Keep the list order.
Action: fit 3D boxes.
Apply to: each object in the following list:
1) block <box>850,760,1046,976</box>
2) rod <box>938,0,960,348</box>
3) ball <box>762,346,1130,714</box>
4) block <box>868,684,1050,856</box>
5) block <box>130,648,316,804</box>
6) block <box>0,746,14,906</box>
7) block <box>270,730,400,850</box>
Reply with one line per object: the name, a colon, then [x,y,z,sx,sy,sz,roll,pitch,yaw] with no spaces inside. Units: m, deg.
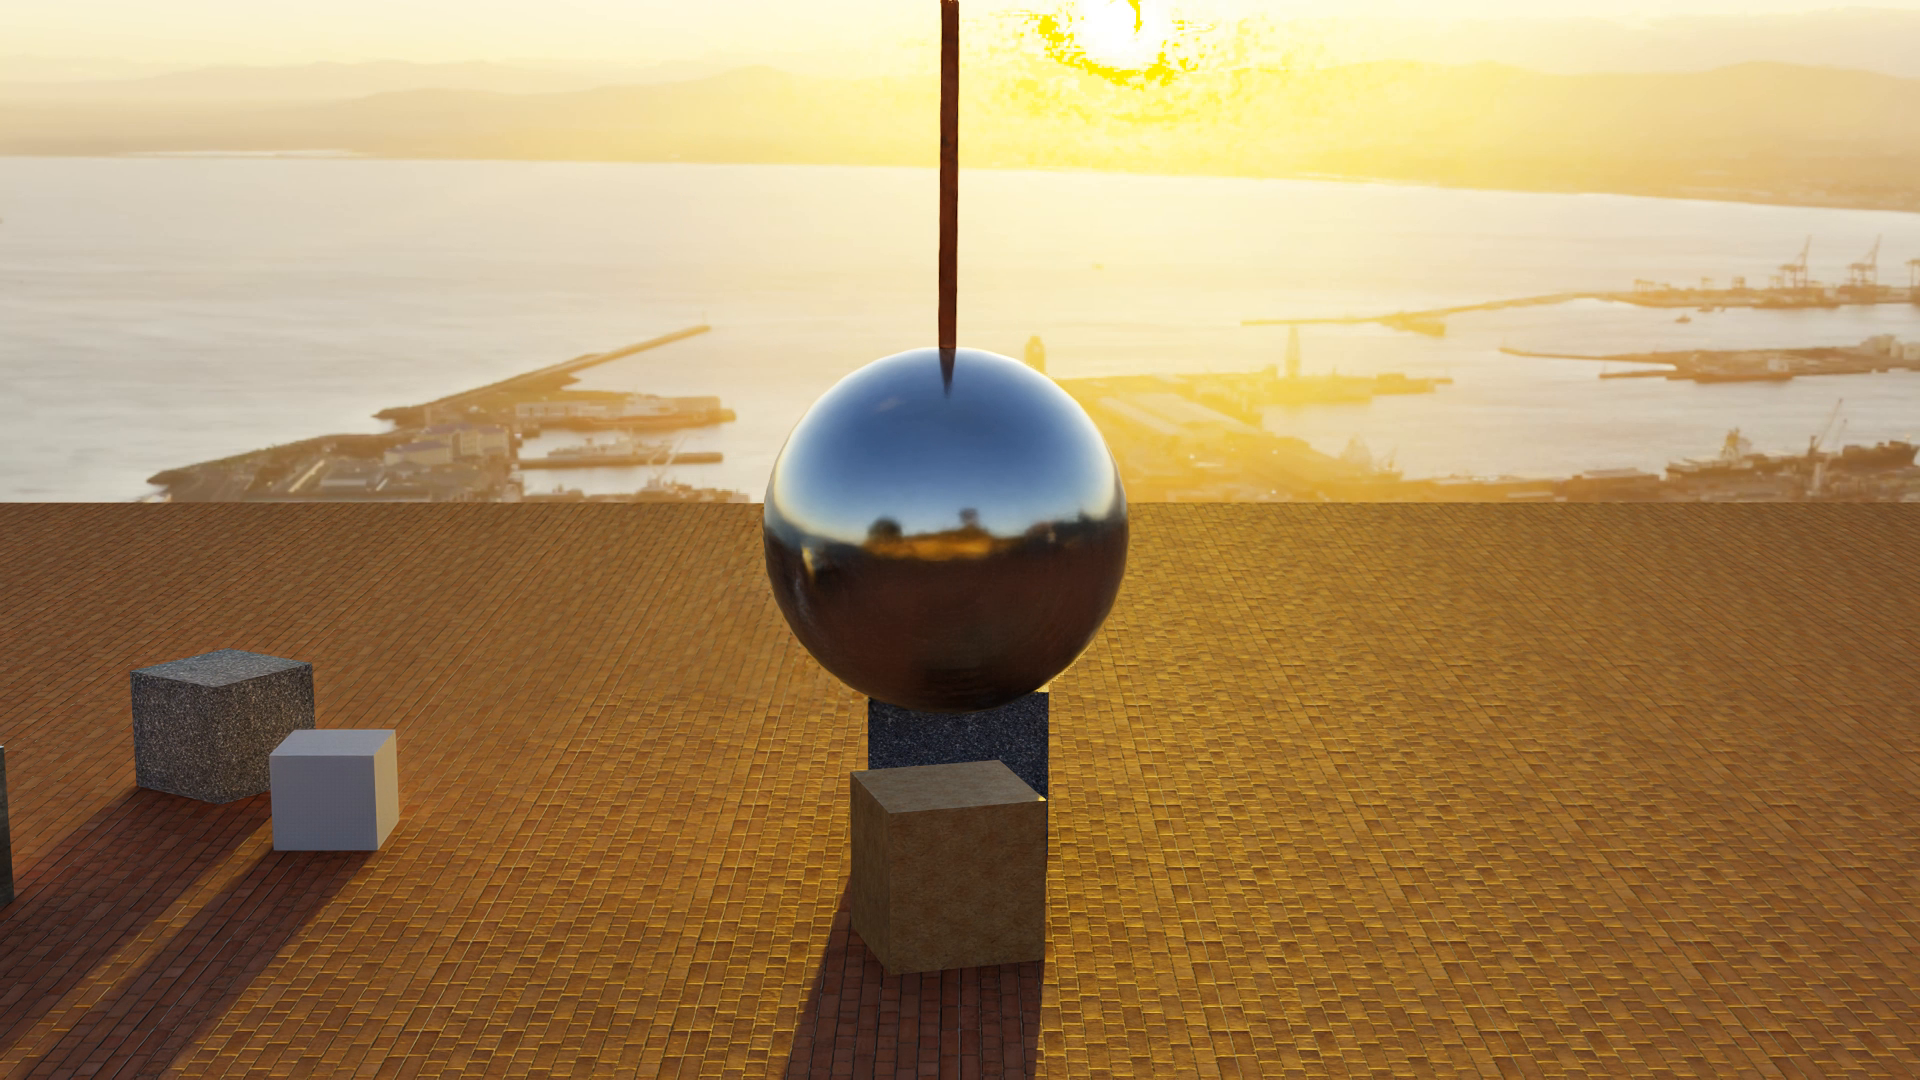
block: [-0.056,1.320,10.452,0.644,0.662,0.636,-3,11,-16]
rod: [-0.027,-3.388,10.564,0.080,5.200,0.080,1,10,0]
ball: [-0.063,-0.043,11.173,1.600,1.600,1.600,0,10,0]
block: [-0.007,0.976,12.065,0.816,0.763,0.929,0,10,0]
block: [-3.683,0.923,12.850,0.624,0.586,0.619,7,12,33]
block: [-4.535,1.262,10.716,0.736,0.683,0.783,3,11,17]
block: [-2.905,1.159,11.938,0.477,0.449,0.468,0,10,0]
